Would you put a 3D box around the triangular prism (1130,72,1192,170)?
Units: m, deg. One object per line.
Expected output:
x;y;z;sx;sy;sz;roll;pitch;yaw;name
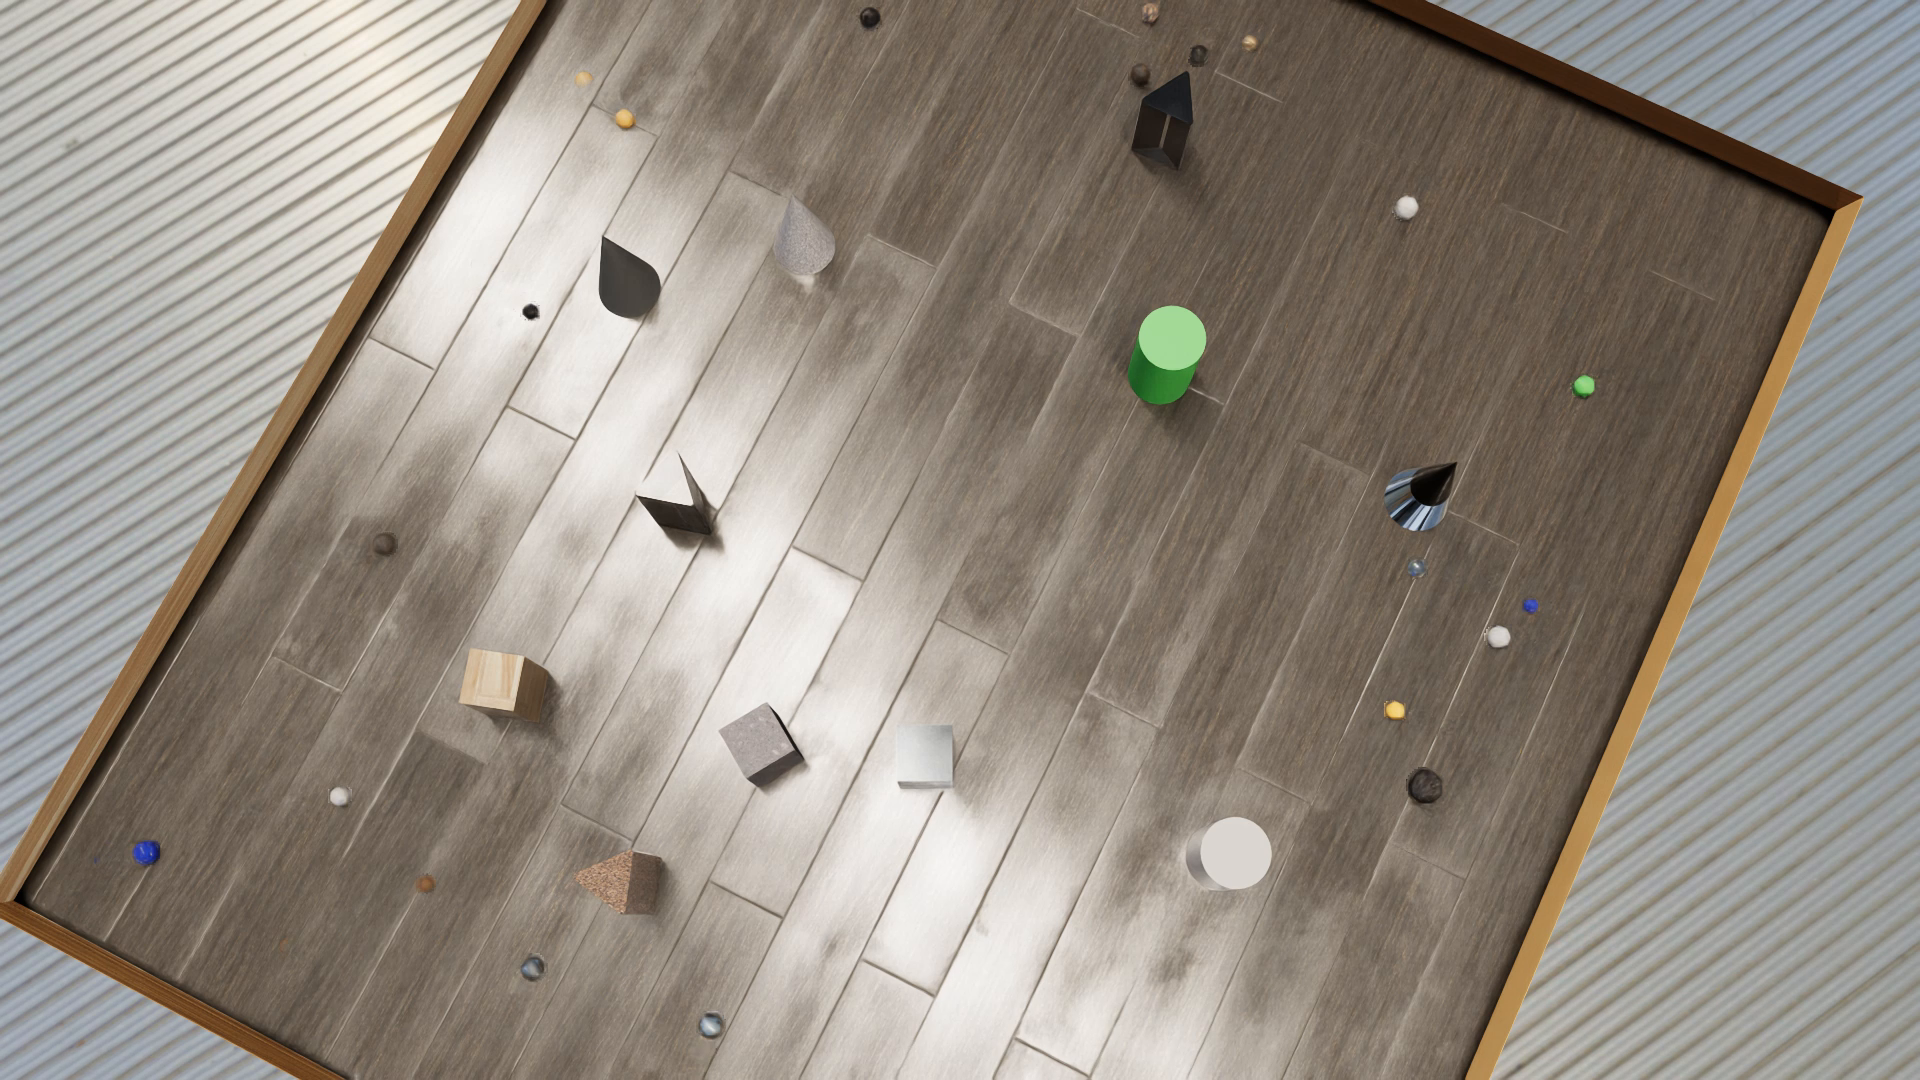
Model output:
0.656;-1.319;5.710;0.171;0.352;0.148;26;80;5;triangular prism

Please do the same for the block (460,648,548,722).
-1.332;0.429;5.366;0.158;0.317;0.158;8;78;2;block

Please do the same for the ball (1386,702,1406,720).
1.303;0.511;5.482;0.056;0.056;0.056;0;78;0;ball

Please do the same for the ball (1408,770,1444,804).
1.377;0.729;5.416;0.098;0.098;0.098;0;78;0;ball

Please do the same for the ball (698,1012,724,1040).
-0.718;1.402;5.288;0.075;0.075;0.075;0;78;0;ball

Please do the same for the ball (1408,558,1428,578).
1.389;0.086;5.569;0.058;0.058;0.058;0;78;0;ball

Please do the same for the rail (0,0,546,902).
-1.799;-0.874;5.731;0.045;0.128;4.462;26;80;5;rail

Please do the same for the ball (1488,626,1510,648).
1.623;0.292;5.522;0.067;0.067;0.067;0;78;0;ball

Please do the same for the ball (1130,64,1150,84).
0.578;-1.498;5.893;0.066;0.066;0.066;0;78;0;ball

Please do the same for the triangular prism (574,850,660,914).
-0.930;0.946;5.177;0.171;0.477;0.148;35;80;7;triangular prism

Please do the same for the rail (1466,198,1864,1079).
1.799;0.888;5.366;0.045;0.128;4.462;26;80;5;rail

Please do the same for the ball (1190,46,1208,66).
0.772;-1.563;5.909;0.062;0.062;0.062;0;78;0;ball

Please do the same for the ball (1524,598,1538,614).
1.731;0.200;5.553;0.043;0.043;0.043;0;78;0;ball

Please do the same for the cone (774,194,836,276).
-0.493;-0.977;5.599;0.197;0.430;0.197;0;78;0;cone

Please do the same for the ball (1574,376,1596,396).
1.936;-0.477;5.682;0.065;0.065;0.065;0;78;0;ball

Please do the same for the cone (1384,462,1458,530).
1.406;-0.173;5.409;0.197;0.476;0.197;0;78;0;cone

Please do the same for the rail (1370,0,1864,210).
0.987;-1.926;5.949;4.071;0.128;0.045;26;80;5;rail

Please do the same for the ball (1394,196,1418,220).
1.412;-1.051;5.798;0.072;0.072;0.072;0;78;0;ball

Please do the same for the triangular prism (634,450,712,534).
-0.830;-0.146;5.438;0.171;0.410;0.148;11;79;2;triangular prism

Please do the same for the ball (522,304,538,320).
-1.344;-0.716;5.739;0.050;0.050;0.050;0;78;0;ball

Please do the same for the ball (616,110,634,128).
-1.073;-1.348;5.865;0.060;0.060;0.060;0;78;0;ball

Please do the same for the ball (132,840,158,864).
-2.395;0.920;5.390;0.071;0.071;0.071;0;78;0;ball

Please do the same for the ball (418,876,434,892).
-1.571;1.012;5.383;0.047;0.047;0.047;0;78;0;ball

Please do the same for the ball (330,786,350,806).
-1.837;0.760;5.430;0.058;0.058;0.058;0;78;0;ball

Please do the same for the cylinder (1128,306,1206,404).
0.623;-0.555;5.546;0.197;0.364;0.197;0;78;0;cylinder

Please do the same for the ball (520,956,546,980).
-1.240;1.244;5.323;0.071;0.071;0.071;0;78;0;ball

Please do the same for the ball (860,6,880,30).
-0.291;-1.689;5.930;0.070;0.070;0.070;0;78;0;ball

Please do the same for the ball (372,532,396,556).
-1.753;0.012;5.579;0.068;0.068;0.068;0;78;0;ball

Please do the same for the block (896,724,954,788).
-0.100;0.633;5.331;0.158;0.302;0.158;0;78;0;block

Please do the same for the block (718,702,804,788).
-0.572;0.597;5.316;0.158;0.346;0.158;-30;80;-6;block

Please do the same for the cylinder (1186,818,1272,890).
0.766;0.903;5.254;0.197;0.344;0.197;0;78;0;cylinder

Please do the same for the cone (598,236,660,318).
-1.043;-0.842;5.559;0.197;0.455;0.197;0;78;0;cone

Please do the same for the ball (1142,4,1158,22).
0.617;-1.709;5.941;0.057;0.057;0.057;0;78;0;ball

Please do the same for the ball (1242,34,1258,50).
0.938;-1.607;5.924;0.049;0.049;0.049;0;78;0;ball

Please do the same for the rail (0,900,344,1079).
-0.987;1.940;5.149;4.071;0.128;0.045;26;80;5;rail
